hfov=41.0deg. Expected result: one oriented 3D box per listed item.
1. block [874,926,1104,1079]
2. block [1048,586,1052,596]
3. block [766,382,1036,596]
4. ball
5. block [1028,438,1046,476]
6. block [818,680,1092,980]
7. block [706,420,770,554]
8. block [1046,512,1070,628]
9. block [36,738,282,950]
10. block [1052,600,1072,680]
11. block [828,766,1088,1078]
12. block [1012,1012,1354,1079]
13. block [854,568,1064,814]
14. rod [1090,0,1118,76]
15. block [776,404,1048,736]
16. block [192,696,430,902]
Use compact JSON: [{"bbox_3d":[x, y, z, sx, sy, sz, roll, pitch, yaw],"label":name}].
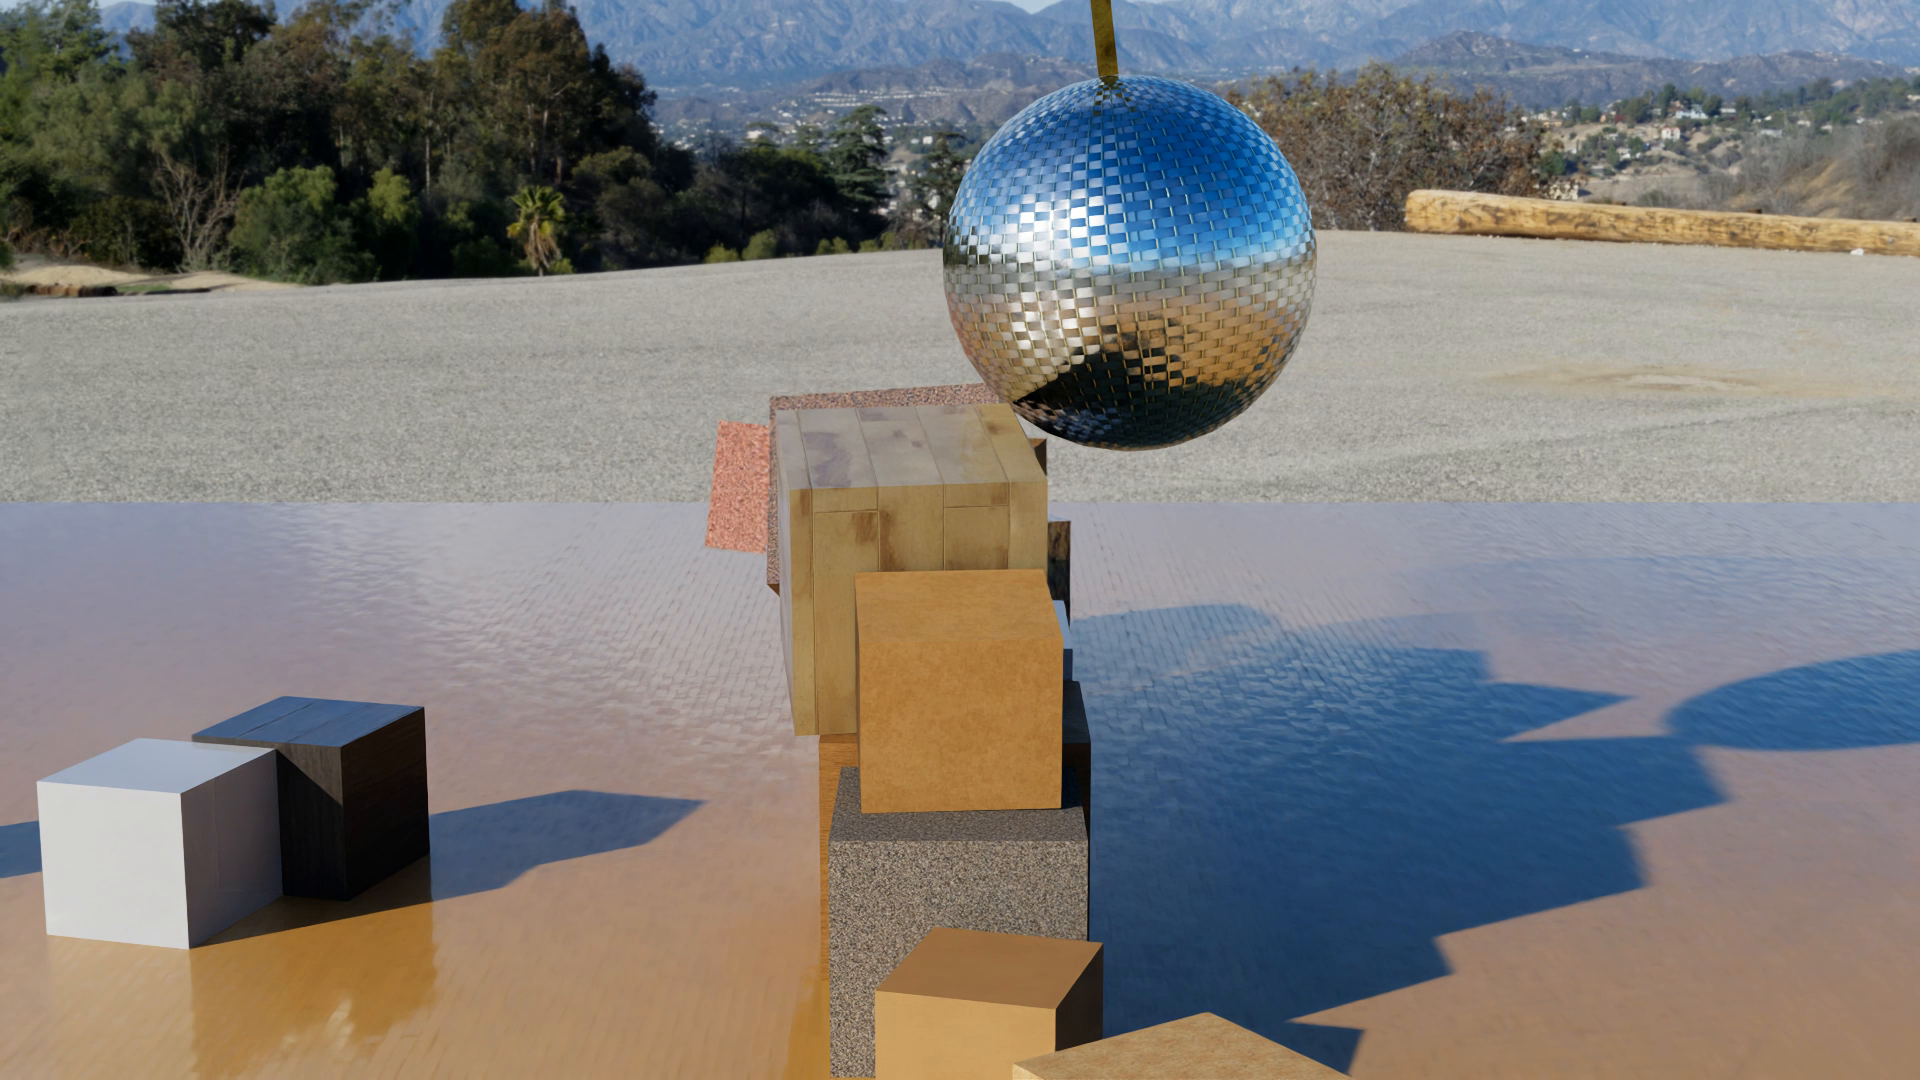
[{"bbox_3d":[0.107,1.702,8.563,0.601,0.587,0.659,3,11,16],"label":"block"},{"bbox_3d":[-0.012,0.727,13.289,0.985,0.815,0.900,0,10,0],"label":"block"},{"bbox_3d":[-0.253,-0.118,12.159,1.073,0.900,1.035,-3,-17,11],"label":"block"},{"bbox_3d":[0.723,-1.178,10.966,1.600,1.600,1.600,0,10,0],"label":"ball"},{"bbox_3d":[-0.029,-0.088,13.304,0.807,0.784,0.906,2,11,12],"label":"block"},{"bbox_3d":[-0.019,1.163,10.483,1.050,0.960,1.032,0,10,0],"label":"block"},{"bbox_3d":[-0.881,-0.255,13.608,0.717,0.663,0.687,7,2,9],"label":"block"},{"bbox_3d":[0.145,0.275,15.598,0.774,0.879,0.827,-4,11,-22],"label":"block"},{"bbox_3d":[-3.352,1.262,10.794,0.667,0.655,0.726,3,11,16],"label":"block"},{"bbox_3d":[-0.003,0.909,11.507,0.967,1.095,1.020,0,10,0],"label":"block"},{"bbox_3d":[-0.006,1.389,9.494,0.905,0.869,0.977,0,10,0],"label":"block"},{"bbox_3d":[0.671,1.869,7.134,0.712,0.769,0.811,-7,12,-34],"label":"block"},{"bbox_3d":[-0.018,0.549,9.554,0.724,0.656,0.767,-1,18,-3],"label":"block"},{"bbox_3d":[0.313,-4.499,10.362,0.080,5.200,0.080,-7,10,1],"label":"rod"},{"bbox_3d":[-0.219,0.092,10.425,0.986,1.006,1.121,-2,19,-6],"label":"block"},{"bbox_3d":[-2.873,1.135,11.409,0.723,0.684,0.739,3,11,16],"label":"block"}]
